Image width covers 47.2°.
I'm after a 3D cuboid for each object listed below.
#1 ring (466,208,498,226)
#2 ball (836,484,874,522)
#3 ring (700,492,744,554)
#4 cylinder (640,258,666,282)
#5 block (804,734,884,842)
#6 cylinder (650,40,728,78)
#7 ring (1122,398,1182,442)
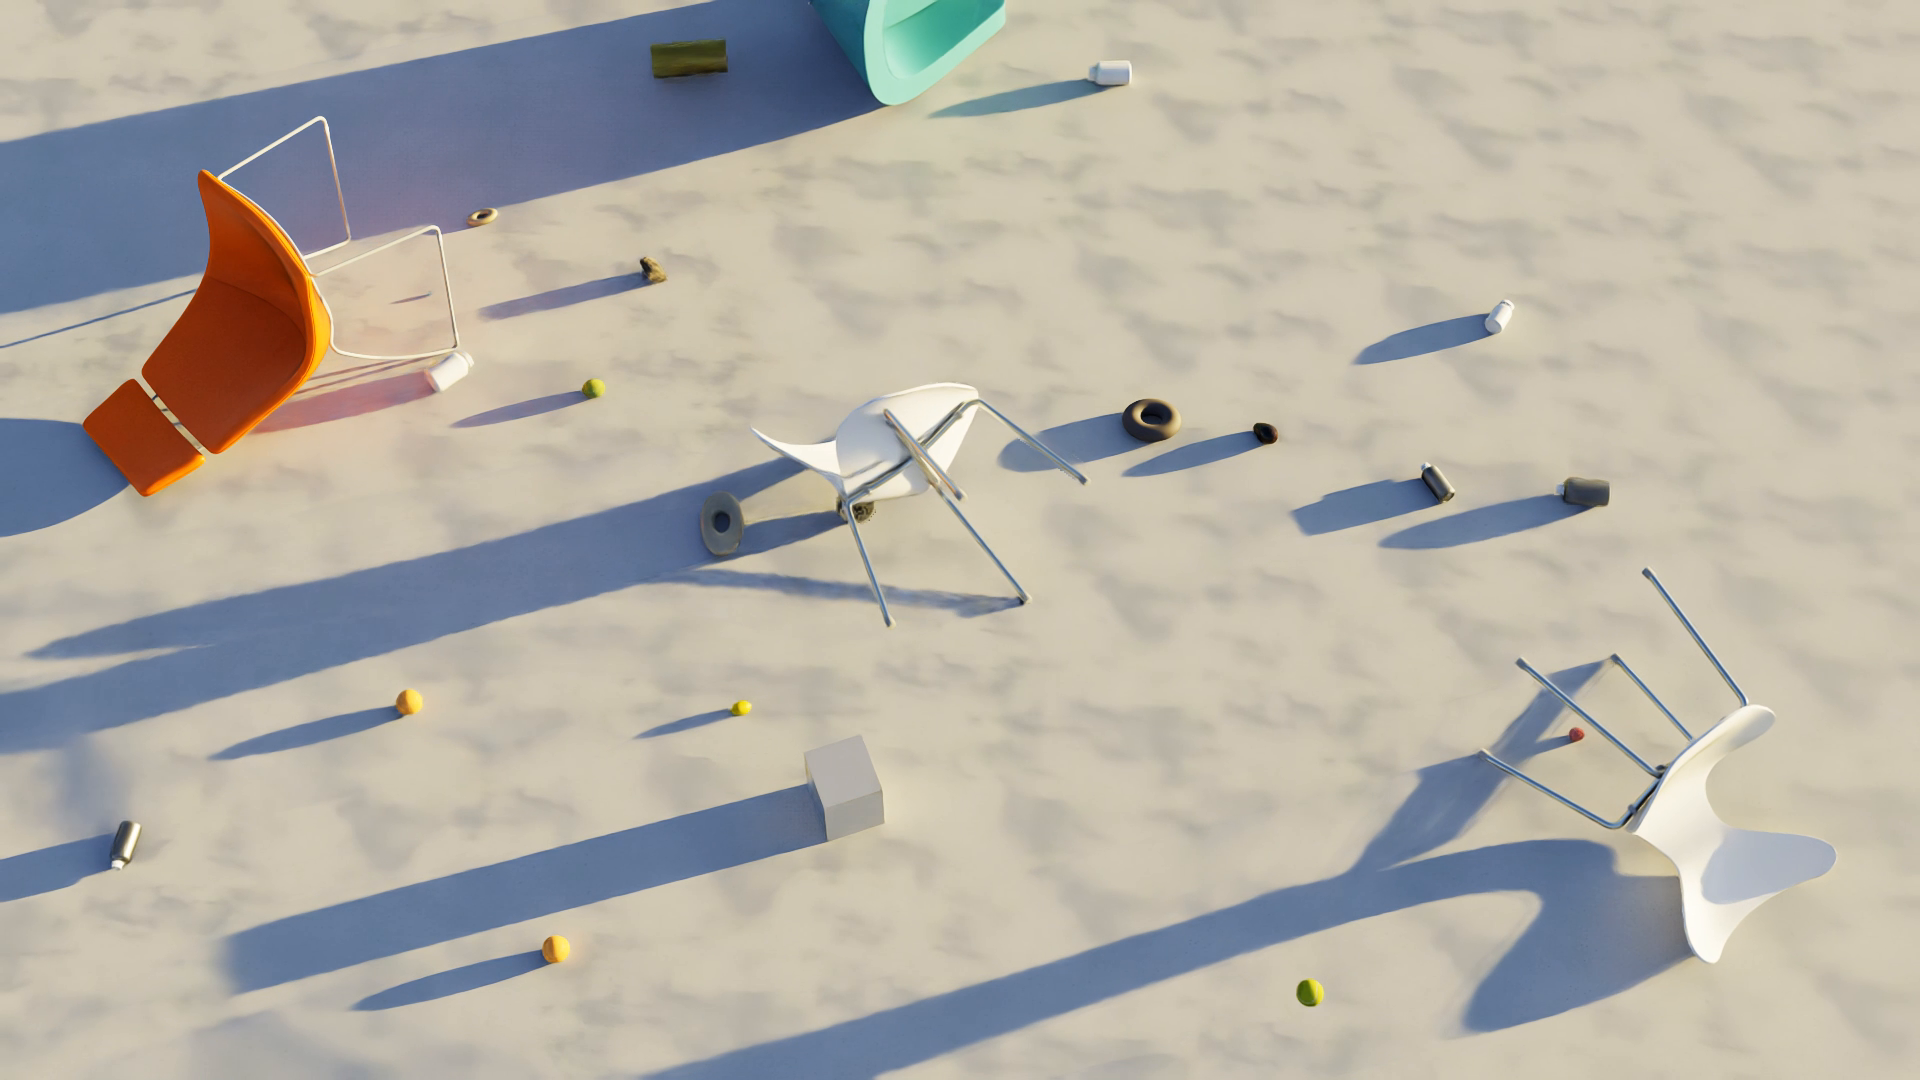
[{"bbox_3d":[-1.582,-1.069,7.278,0.106,0.022,0.060,-22,60,-14],"label":"ring"},{"bbox_3d":[-0.313,-0.109,6.578,0.116,0.116,0.116,0,56,0],"label":"ball"},{"bbox_3d":[-0.713,-0.051,6.577,0.131,0.052,0.226,-3,57,-3],"label":"ring"},{"bbox_3d":[-0.994,-0.873,7.118,0.042,0.081,0.066,-43,59,16],"label":"cylinder"},{"bbox_3d":[-0.315,0.677,5.999,0.165,0.199,0.180,-17,58,-11],"label":"block"},{"bbox_3d":[-0.937,-1.668,7.625,0.256,0.113,0.116,-6,43,-4],"label":"cylinder"},{"bbox_3d":[0.592,-0.370,6.790,0.184,0.055,0.155,5,55,4],"label":"ring"}]
